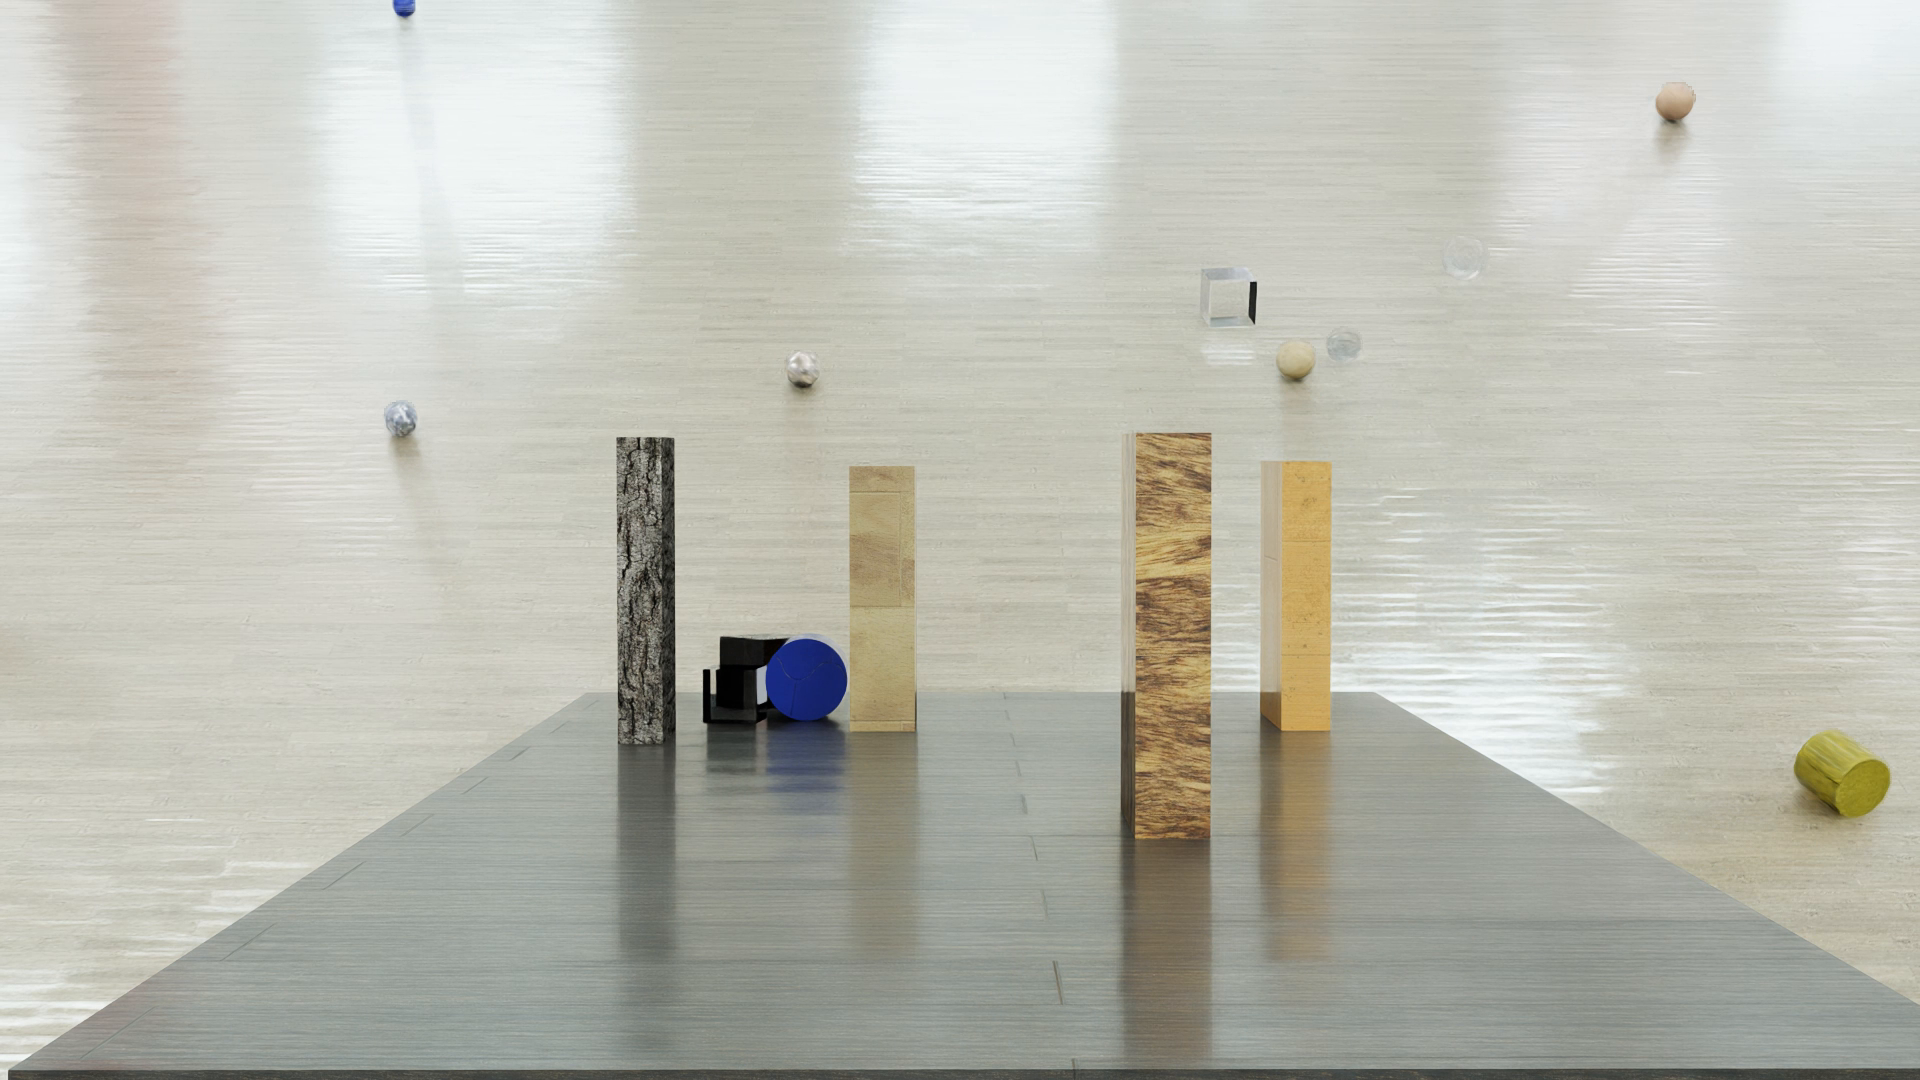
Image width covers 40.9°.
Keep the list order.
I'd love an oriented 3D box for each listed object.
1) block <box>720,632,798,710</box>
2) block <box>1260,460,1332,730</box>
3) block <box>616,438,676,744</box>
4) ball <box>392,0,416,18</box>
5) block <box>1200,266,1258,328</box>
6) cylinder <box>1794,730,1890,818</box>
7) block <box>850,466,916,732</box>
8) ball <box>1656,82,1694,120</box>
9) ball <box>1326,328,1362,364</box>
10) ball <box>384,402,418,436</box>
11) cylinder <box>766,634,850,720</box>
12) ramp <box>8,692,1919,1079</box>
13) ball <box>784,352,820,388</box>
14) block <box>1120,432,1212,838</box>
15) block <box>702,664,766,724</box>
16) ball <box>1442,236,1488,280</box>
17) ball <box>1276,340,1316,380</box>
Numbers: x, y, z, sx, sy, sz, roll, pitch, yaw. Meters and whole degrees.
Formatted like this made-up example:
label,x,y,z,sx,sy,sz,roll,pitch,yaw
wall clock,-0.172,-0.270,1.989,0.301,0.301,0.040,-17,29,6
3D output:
label,x,y,z,sx,sy,sz,roll,pitch,yaw
block,-0.463,0.315,6.224,0.166,0.166,0.166,-2,3,-44
block,0.757,0.116,5.829,0.107,0.588,0.397,0,2,0
block,-0.669,0.102,5.504,0.094,0.641,0.253,0,2,0
ball,-2.978,-2.866,13.799,0.128,0.128,0.128,0,24,0
block,0.976,-0.884,9.373,0.168,0.168,0.168,-3,25,-7
cylinder,2.120,0.562,6.194,0.156,0.156,0.156,-9,26,-19
block,-0.170,0.124,5.759,0.142,0.579,0.283,0,2,0
ball,3.293,-2.020,11.877,0.172,0.172,0.172,0,24,0
ball,1.337,-0.676,8.972,0.120,0.120,0.120,0,24,0
ball,-1.813,-0.392,8.359,0.108,0.108,0.108,0,24,0
cylinder,-0.350,0.314,5.939,0.187,0.187,0.187,0,2,-1
ramp,0.056,0.505,4.549,2.000,0.100,4.000,0,2,0
ball,-0.535,-0.581,8.759,0.122,0.122,0.122,0,24,0
block,0.335,0.145,4.234,0.119,0.640,0.358,0,2,0
block,-0.511,0.349,5.850,0.122,0.122,0.122,0,2,7
ball,1.915,-1.070,9.782,0.170,0.170,0.170,0,24,0
ball,1.149,-0.616,8.821,0.134,0.134,0.134,0,24,0
